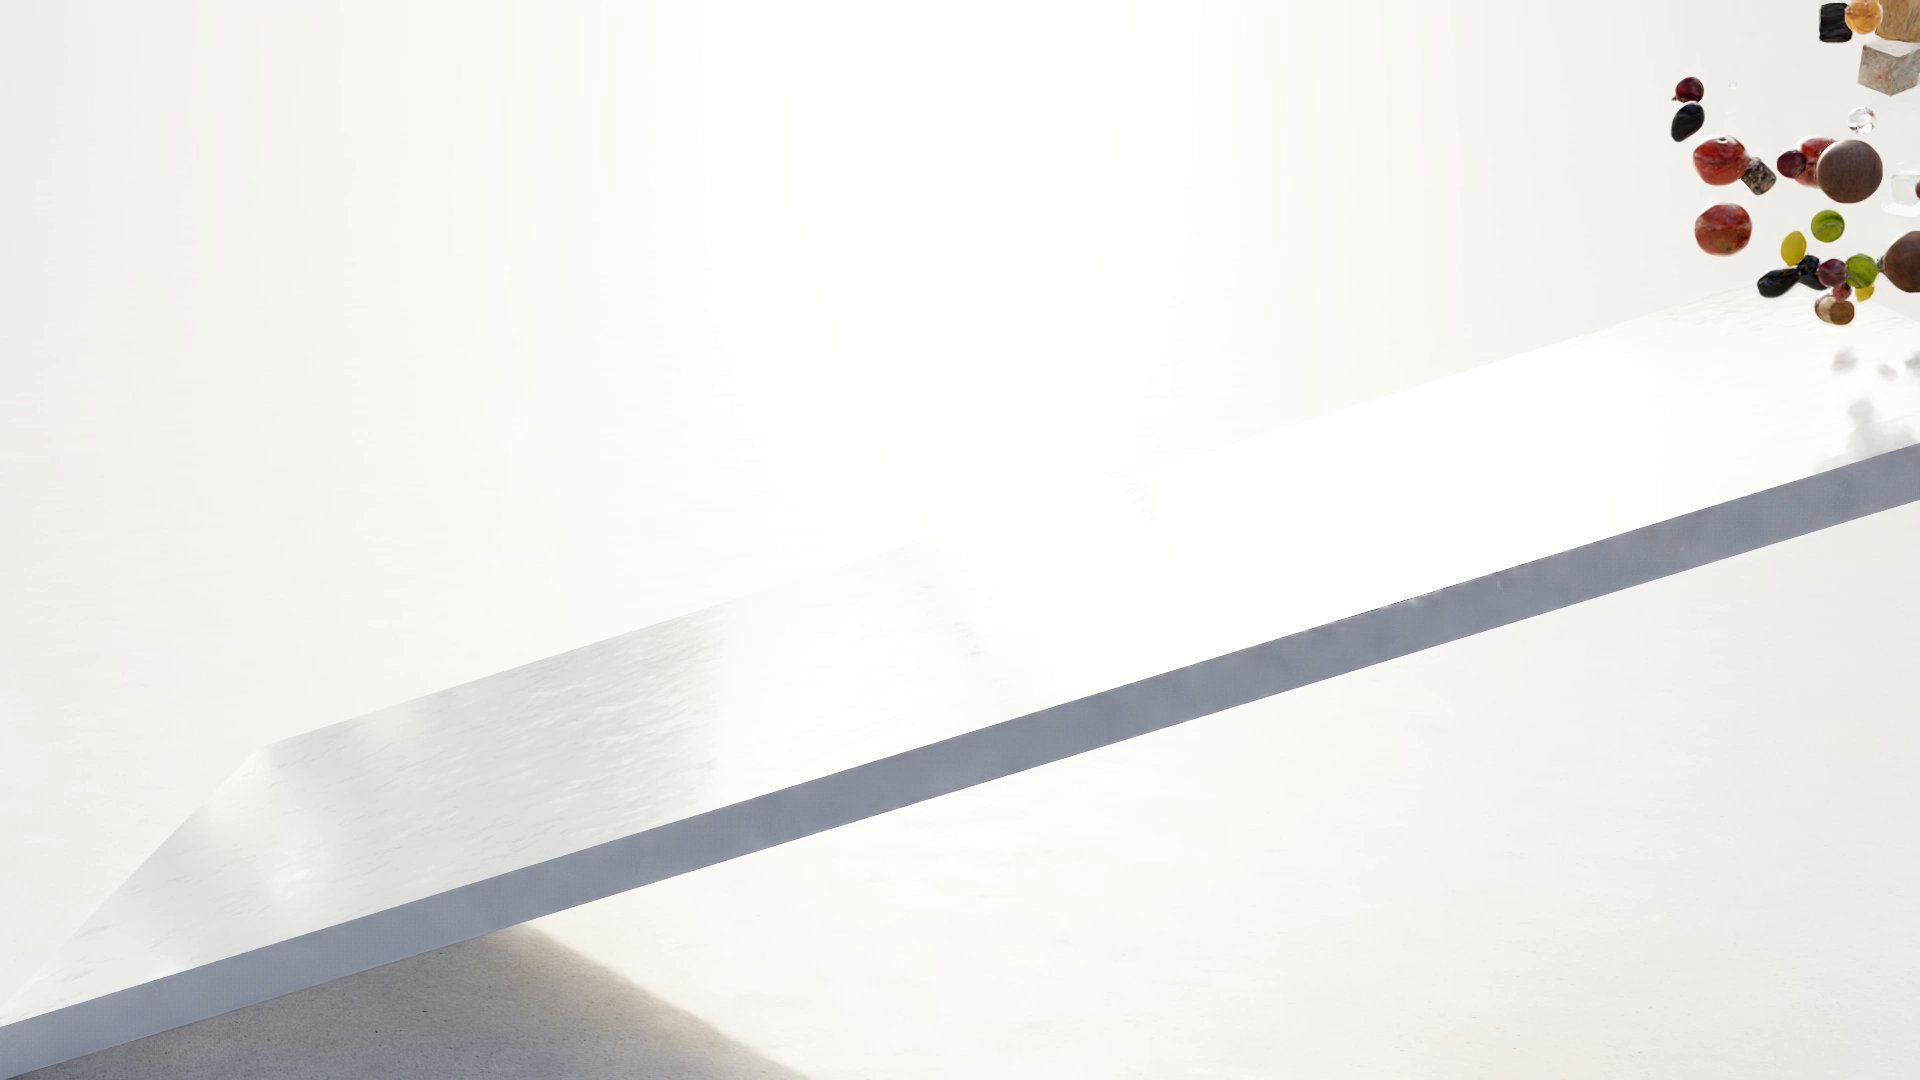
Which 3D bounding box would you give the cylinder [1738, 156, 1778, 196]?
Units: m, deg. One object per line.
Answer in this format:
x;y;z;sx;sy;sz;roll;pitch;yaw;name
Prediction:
1.675;-0.765;6.181;0.059;0.059;0.059;42;-2;-19;cylinder

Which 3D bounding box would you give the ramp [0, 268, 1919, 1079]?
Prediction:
0.101;0.183;6.310;4.000;0.100;2.000;-17;10;5;ramp

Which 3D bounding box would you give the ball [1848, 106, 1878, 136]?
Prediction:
1.798;-0.835;5.861;0.056;0.056;0.056;0;12;0;ball

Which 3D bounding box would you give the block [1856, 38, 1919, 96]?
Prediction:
1.949;-0.994;6.162;0.088;0.088;0.088;-23;38;-31;block

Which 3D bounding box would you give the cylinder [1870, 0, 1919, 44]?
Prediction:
1.933;-1.069;6.013;0.098;0.098;0.098;-2;11;-35;cylinder

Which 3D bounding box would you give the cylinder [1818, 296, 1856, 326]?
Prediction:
1.763;-0.460;5.917;0.055;0.055;0.055;-2;10;-8;cylinder

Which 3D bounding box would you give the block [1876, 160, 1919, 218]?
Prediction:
1.967;-0.730;6.106;0.082;0.082;0.082;-31;32;-25;block

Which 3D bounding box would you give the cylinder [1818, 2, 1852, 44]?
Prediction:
1.785;-1.053;5.993;0.065;0.065;0.065;4;-8;1;cylinder
